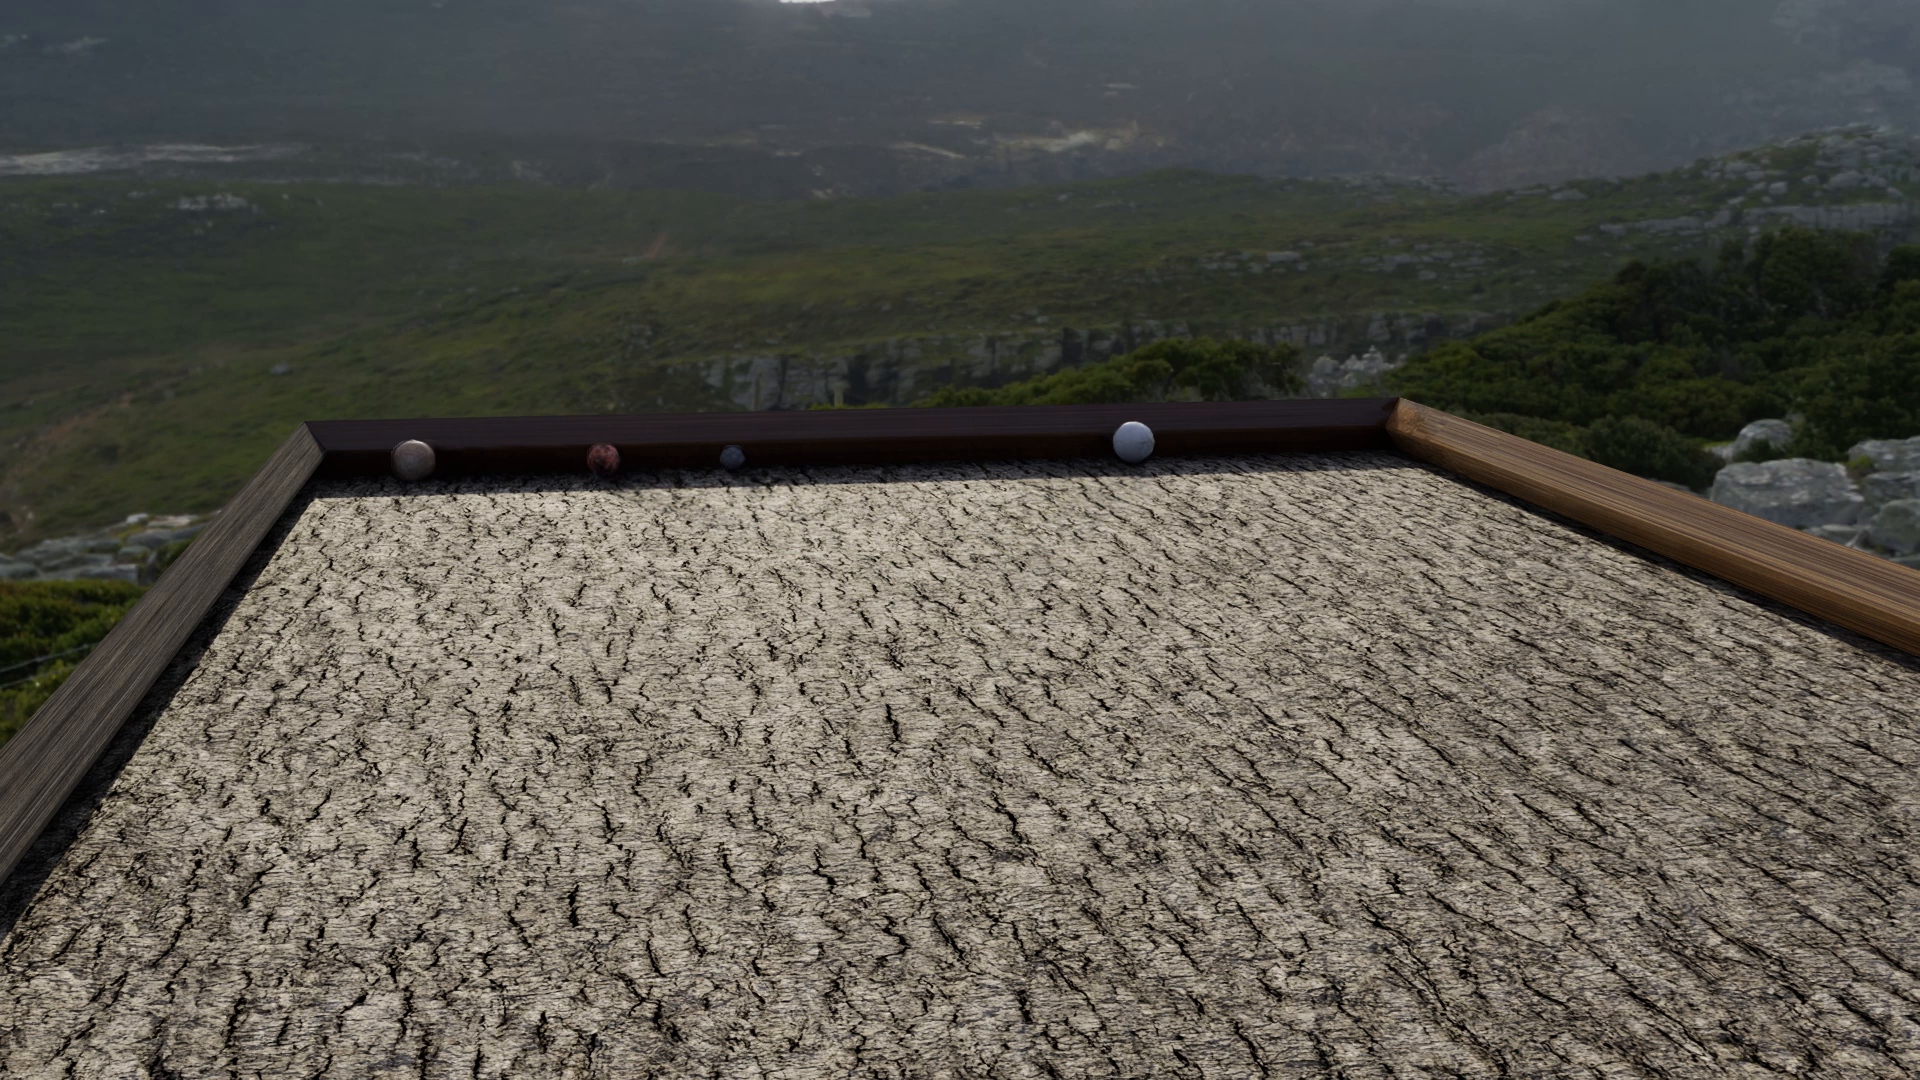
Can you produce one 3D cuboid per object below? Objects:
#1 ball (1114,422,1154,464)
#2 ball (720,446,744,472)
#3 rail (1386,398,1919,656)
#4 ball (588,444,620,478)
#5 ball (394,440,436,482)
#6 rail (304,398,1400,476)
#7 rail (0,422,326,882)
[{"bbox_3d":[0.328,-0.184,4.148,0.078,0.078,0.078,0,11,0],"label":"ball"},{"bbox_3d":[-0.419,-0.148,4.045,0.046,0.046,0.046,0,11,0],"label":"ball"},{"bbox_3d":[1.163,0.124,2.457,0.045,0.102,3.838,-2,11,-10],"label":"rail"},{"bbox_3d":[-0.645,-0.144,3.984,0.059,0.059,0.059,0,11,0],"label":"ball"},{"bbox_3d":[-0.975,-0.141,3.932,0.074,0.074,0.074,0,11,0],"label":"ball"},{"bbox_3d":[-0.158,-0.193,4.124,2.079,0.102,0.045,-2,11,-10],"label":"rail"},{"bbox_3d":[-0.840,0.187,2.121,0.045,0.102,3.838,-2,11,-10],"label":"rail"}]
